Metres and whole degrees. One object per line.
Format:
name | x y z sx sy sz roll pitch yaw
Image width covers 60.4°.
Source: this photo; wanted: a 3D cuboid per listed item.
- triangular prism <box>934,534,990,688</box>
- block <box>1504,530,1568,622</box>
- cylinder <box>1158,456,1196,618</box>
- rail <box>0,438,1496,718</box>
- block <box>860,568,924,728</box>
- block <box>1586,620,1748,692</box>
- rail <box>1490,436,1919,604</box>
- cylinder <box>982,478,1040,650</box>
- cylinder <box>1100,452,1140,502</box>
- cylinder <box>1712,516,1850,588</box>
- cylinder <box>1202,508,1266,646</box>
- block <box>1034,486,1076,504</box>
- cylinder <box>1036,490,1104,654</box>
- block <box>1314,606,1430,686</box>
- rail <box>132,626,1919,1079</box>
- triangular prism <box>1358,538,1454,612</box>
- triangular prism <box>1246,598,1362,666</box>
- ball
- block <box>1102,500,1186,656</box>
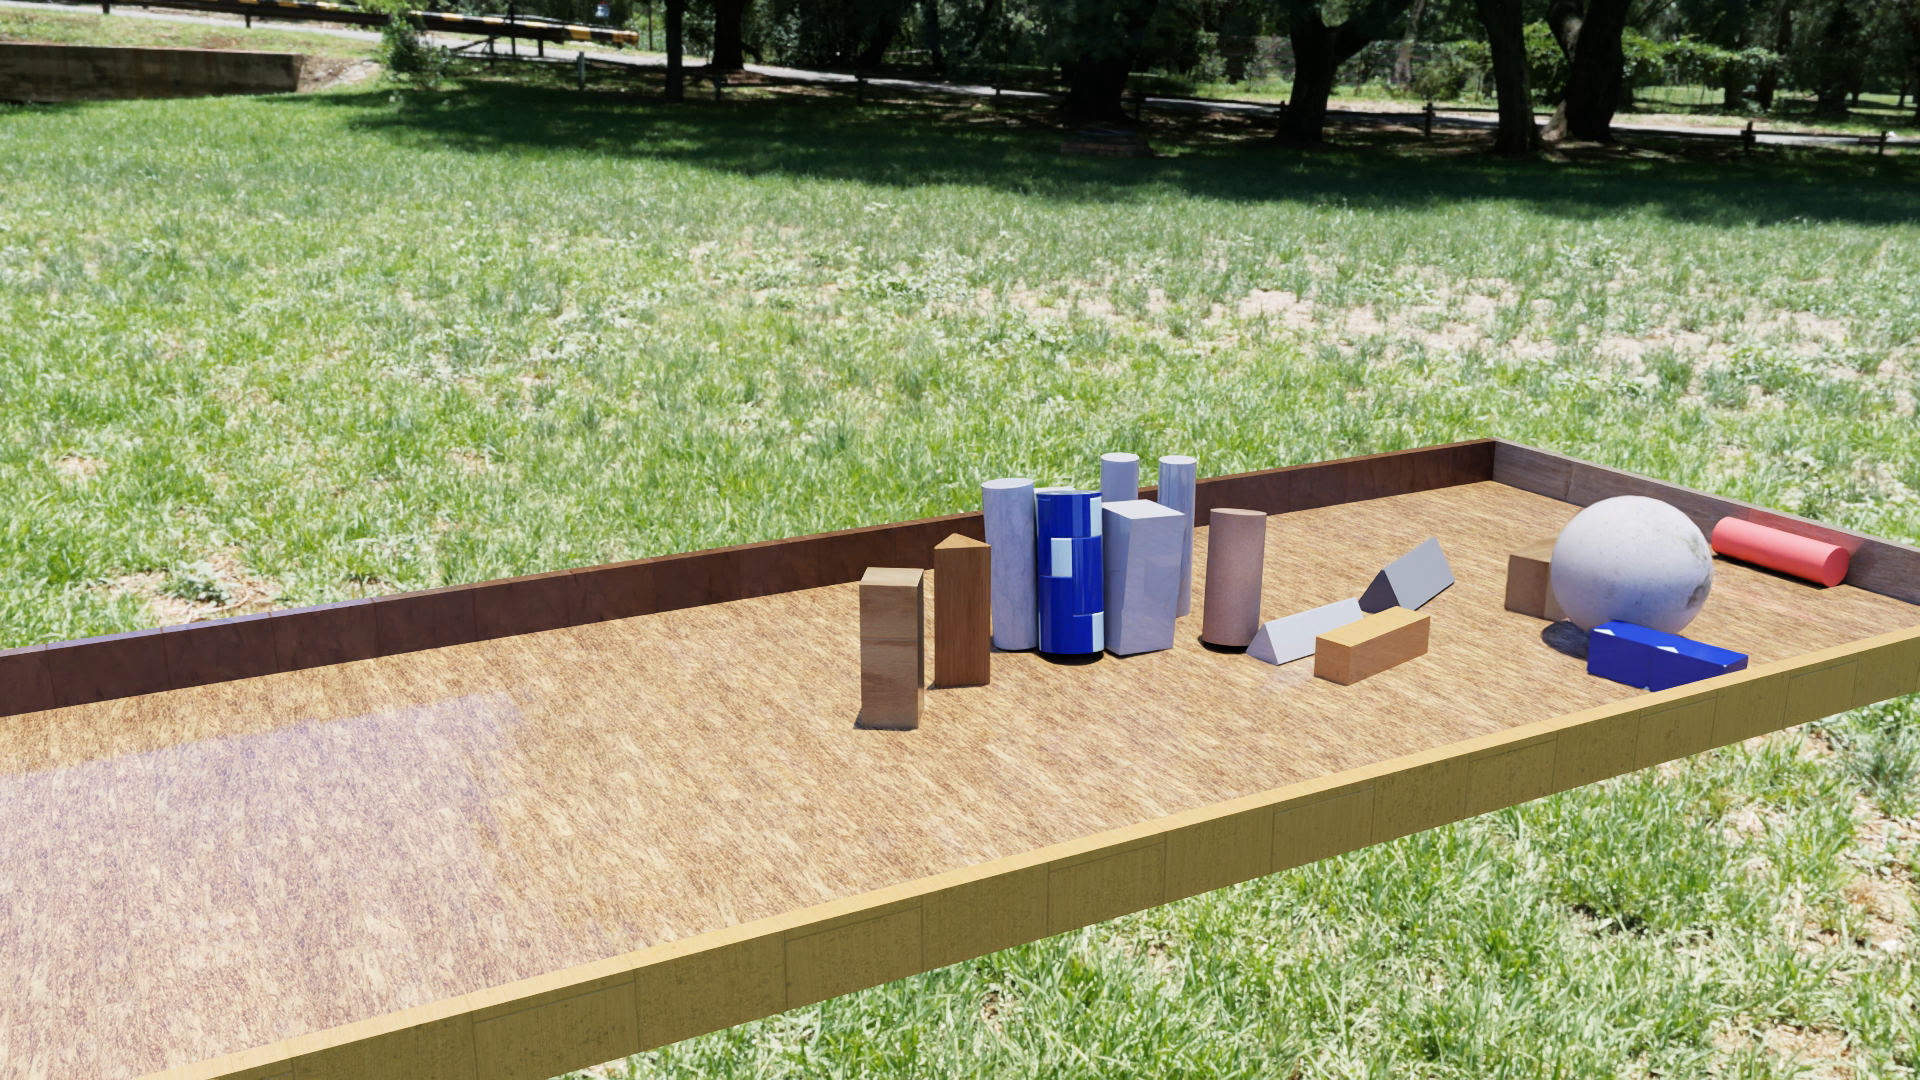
triangular prism | -0.004 0.174 4.123 0.139 0.361 0.120 -3 17 -9
block | 1.738 0.094 4.746 0.163 0.163 0.383 15 22 41
cylinder | 0.600 -0.010 4.606 0.104 0.441 0.104 0 16 0
rail | -3.305 0.497 3.399 12.000 0.150 0.050 -9 18 -27
block | -0.158 0.253 3.874 0.133 0.350 0.133 1 16 5
block | 1.752 0.309 4.098 0.117 0.117 0.346 -13 21 -38
rail | 2.466 -0.048 5.253 0.050 0.150 2.100 -9 18 -27
cylinder | 0.141 0.062 4.355 0.137 0.434 0.137 -5 13 1
cylinder | 0.462 -0.049 4.815 0.111 0.397 0.111 0 16 0
cylinder | 2.494 0.033 5.026 0.122 0.122 0.381 -9 18 -27
cylinder | 0.727 0.097 4.376 0.148 0.346 0.148 3 7 0
block | 0.268 0.036 4.614 0.120 0.348 0.120 -4 17 -12
cylinder | 0.288 0.080 4.309 0.172 0.410 0.172 -1 5 0
block | 1.064 0.270 4.250 0.355 0.104 0.104 -14 22 -40
rail | -2.336 1.006 1.665 12.000 0.150 0.050 -9 18 -27
triangular prism | 1.299 0.098 4.784 0.148 0.128 0.405 11 20 34
triangular prism | 0.929 0.232 4.381 0.358 0.098 0.114 -12 21 -35
ball | 1.777 0.081 4.371 0.399 0.399 0.399 0 16 0
block | 0.458 0.096 4.362 0.173 0.366 0.173 -5 17 -29
